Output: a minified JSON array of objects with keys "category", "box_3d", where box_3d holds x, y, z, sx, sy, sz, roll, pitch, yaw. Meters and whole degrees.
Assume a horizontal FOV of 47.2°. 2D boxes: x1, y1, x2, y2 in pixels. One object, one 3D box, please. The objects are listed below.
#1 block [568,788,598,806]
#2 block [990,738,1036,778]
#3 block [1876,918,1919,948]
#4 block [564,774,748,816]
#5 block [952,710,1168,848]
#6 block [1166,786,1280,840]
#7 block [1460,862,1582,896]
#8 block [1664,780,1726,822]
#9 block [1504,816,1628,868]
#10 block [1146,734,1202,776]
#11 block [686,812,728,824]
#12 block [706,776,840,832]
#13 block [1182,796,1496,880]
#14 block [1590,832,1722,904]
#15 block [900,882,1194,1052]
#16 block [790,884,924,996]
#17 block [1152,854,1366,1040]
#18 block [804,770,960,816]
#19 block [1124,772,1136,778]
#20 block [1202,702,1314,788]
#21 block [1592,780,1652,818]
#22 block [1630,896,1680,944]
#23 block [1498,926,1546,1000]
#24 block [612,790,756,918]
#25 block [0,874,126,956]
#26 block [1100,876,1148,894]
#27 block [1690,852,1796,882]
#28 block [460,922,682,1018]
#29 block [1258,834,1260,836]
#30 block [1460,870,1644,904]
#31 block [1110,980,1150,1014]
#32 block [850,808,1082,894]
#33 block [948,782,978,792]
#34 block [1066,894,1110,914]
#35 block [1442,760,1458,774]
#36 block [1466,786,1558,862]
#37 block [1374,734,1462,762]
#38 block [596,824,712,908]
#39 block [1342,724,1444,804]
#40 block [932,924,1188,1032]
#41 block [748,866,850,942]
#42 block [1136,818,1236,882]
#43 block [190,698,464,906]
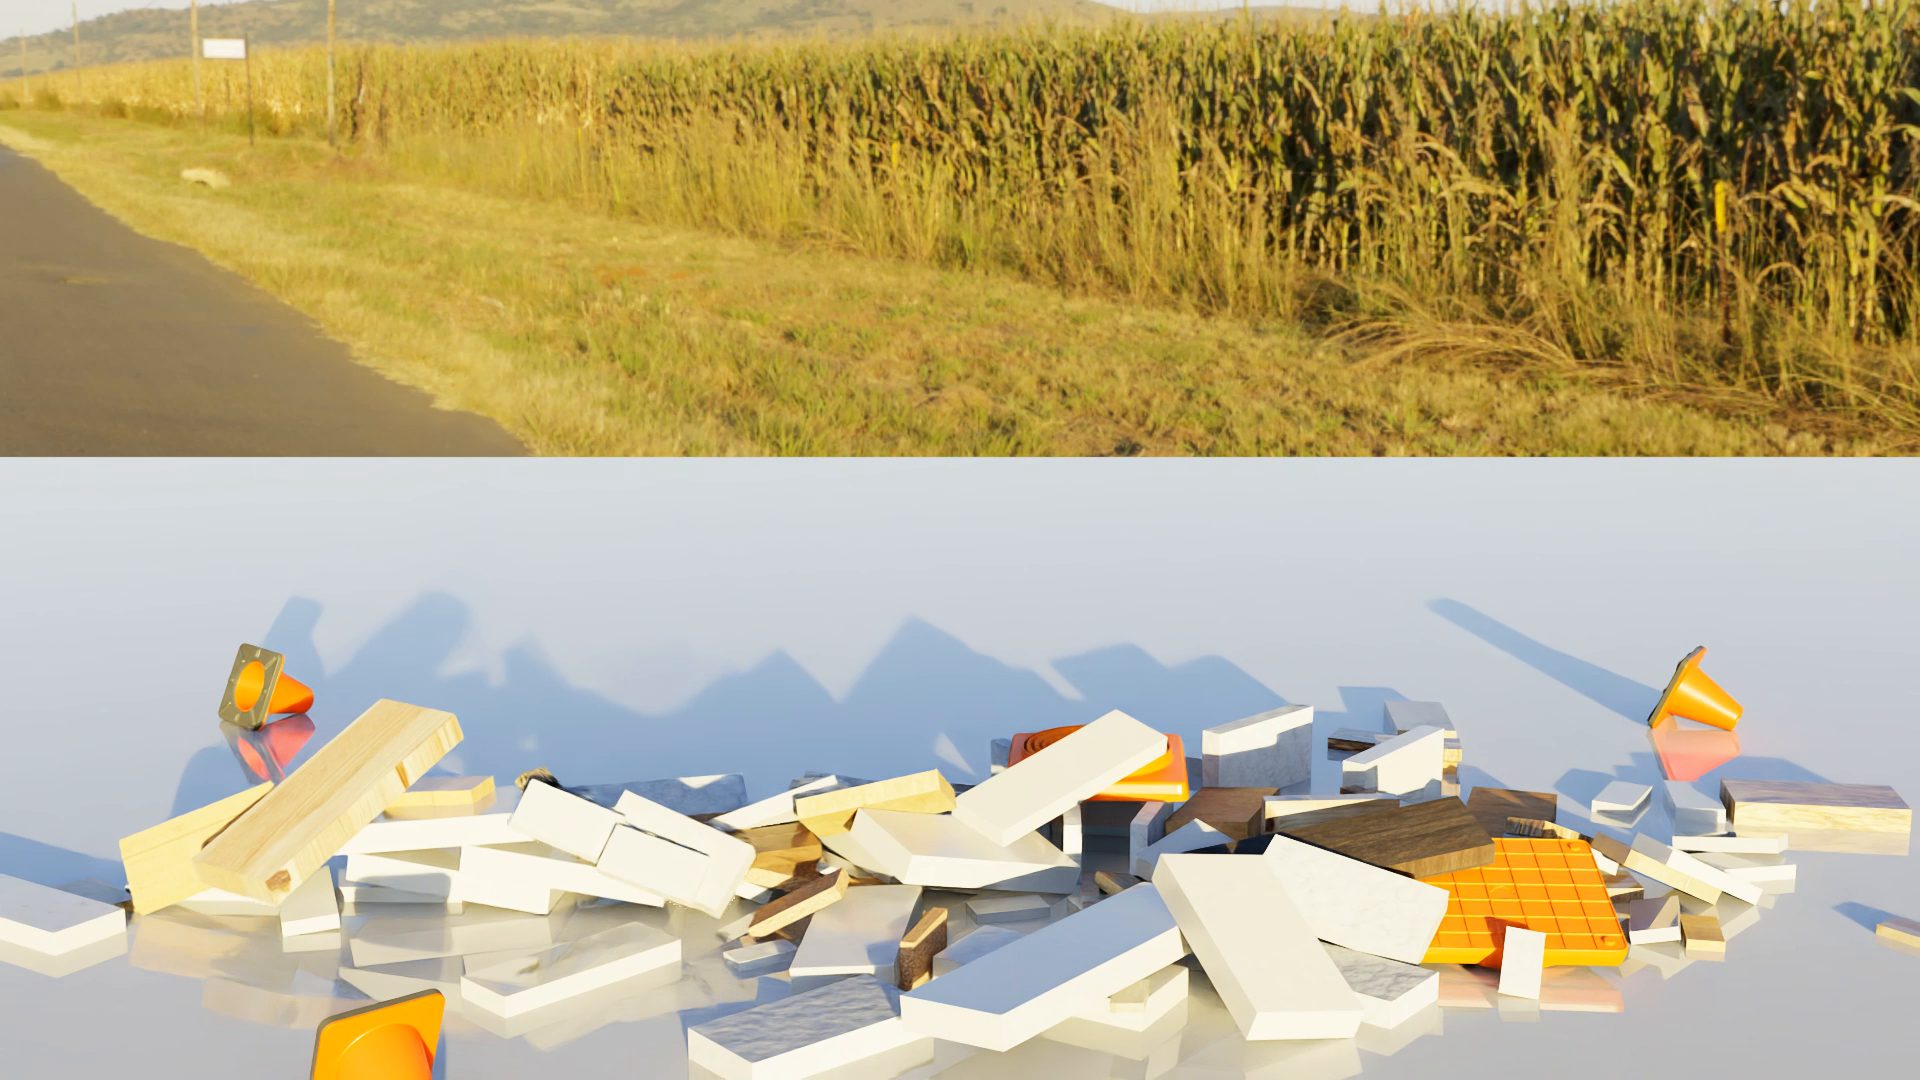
[{"category":"block","box_3d":[-0.660,0.504,3.836,0.076,0.021,0.151,-9,48,-26]},{"category":"block","box_3d":[0.125,0.449,4.143,0.029,0.104,0.208,-6,12,-30]},{"category":"block","box_3d":[1.635,0.654,3.278,0.057,0.016,0.553,-7,13,-35]},{"category":"block","box_3d":[-0.554,0.491,3.918,0.354,0.036,0.128,-3,47,-16]},{"category":"block","box_3d":[0.175,0.405,3.781,0.412,0.034,0.121,-24,38,-39]},{"category":"block","box_3d":[0.476,0.494,3.952,0.144,0.041,0.328,-1,4,18]},{"category":"block","box_3d":[0.923,0.559,3.624,0.182,0.026,0.091,0,11,2]},{"category":"block","box_3d":[1.380,0.491,4.135,0.088,0.025,0.176,2,11,10]},{"category":"block","box_3d":[1.036,0.515,3.740,0.196,0.028,0.098,20,-11,-22]},{"category":"block","box_3d":[0.390,0.424,4.468,0.327,0.034,0.120,7,13,34]},{"category":"block","box_3d":[-0.425,0.511,3.819,0.256,0.036,0.128,-3,11,-14]},{"category":"block","box_3d":[-0.307,0.468,3.708,0.226,0.032,0.113,-19,-26,-5]},{"category":"block","box_3d":[0.602,0.506,3.503,0.473,0.040,0.141,-10,28,-10]},{"category":"block","box_3d":[1.148,0.541,3.628,0.196,0.028,0.098,24,3,-19]},{"category":"block","box_3d":[0.172,0.605,3.171,0.175,0.049,0.591,2,9,39]},{"category":"block","box_3d":[-0.154,0.609,3.367,0.154,0.044,0.309,-4,13,8]},{"category":"block","box_3d":[0.426,0.583,3.181,0.174,0.049,0.348,4,29,-23]},{"category":"block","box_3d":[-0.093,0.475,3.995,0.348,0.049,0.174,5,-9,27]},{"category":"block","box_3d":[0.292,0.449,4.141,0.029,0.104,0.208,-2,11,-8]},{"category":"block","box_3d":[0.573,0.413,4.229,0.289,0.144,0.041,-10,15,-44]},{"category":"block","box_3d":[1.251,0.489,4.156,0.074,0.021,0.149,6,12,30]},{"category":"block","box_3d":[1.105,0.603,3.495,0.074,0.021,0.148,-10,7,19]},{"category":"block","box_3d":[0.834,0.627,3.262,0.057,0.016,0.114,9,42,13]},{"category":"block","box_3d":[-0.463,0.503,3.532,0.241,0.034,0.121,21,61,18]},{"category":"block","box_3d":[-1.539,0.593,3.552,0.420,0.037,0.129,7,12,32]},{"category":"block","box_3d":[0.315,0.580,3.667,0.148,0.021,0.074,-4,11,-22]},{"category":"block","box_3d":[1.327,0.559,3.766,0.175,0.025,0.088,-2,11,-11]},{"category":"block","box_3d":[-0.580,0.642,3.301,0.113,0.032,0.319,10,15,43]},{"category":"block","box_3d":[0.525,0.523,3.912,0.121,0.017,0.061,-5,4,-31]},{"category":"block","box_3d":[0.981,0.578,3.664,0.289,0.026,0.091,0,11,-1]},{"category":"block","box_3d":[0.239,0.642,3.094,0.048,0.014,0.096,-3,8,11]},{"category":"block","box_3d":[0.011,0.513,3.626,0.349,0.049,0.175,10,14,-36]},{"category":"block","box_3d":[-0.010,0.460,4.097,0.053,0.015,0.286,4,-6,21]},{"category":"block","box_3d":[0.227,0.598,3.525,0.074,0.021,0.148,-3,5,-13]},{"category":"block","box_3d":[0.911,0.441,4.407,0.168,0.024,0.084,3,11,16]},{"category":"block","box_3d":[0.986,0.514,3.960,0.153,0.043,0.306,3,11,18]},{"category":"block","box_3d":[0.917,0.416,4.408,0.168,0.024,0.084,2,11,9]},{"category":"block","box_3d":[-0.484,0.515,3.478,0.161,0.081,0.023,19,-30,7]},{"category":"block","box_3d":[0.792,0.447,4.021,0.043,0.153,0.306,8,13,38]},{"category":"block","box_3d":[0.147,0.645,3.254,0.346,0.044,0.154,6,12,30]},{"category":"block","box_3d":[-0.254,0.574,3.473,0.161,0.023,0.081,-28,9,12]},{"category":"block","box_3d":[0.431,0.550,3.533,0.141,0.040,0.282,-25,34,-33]},{"category":"block","box_3d":[-1.025,0.419,3.586,0.174,0.049,0.444,8,36,31]}]
